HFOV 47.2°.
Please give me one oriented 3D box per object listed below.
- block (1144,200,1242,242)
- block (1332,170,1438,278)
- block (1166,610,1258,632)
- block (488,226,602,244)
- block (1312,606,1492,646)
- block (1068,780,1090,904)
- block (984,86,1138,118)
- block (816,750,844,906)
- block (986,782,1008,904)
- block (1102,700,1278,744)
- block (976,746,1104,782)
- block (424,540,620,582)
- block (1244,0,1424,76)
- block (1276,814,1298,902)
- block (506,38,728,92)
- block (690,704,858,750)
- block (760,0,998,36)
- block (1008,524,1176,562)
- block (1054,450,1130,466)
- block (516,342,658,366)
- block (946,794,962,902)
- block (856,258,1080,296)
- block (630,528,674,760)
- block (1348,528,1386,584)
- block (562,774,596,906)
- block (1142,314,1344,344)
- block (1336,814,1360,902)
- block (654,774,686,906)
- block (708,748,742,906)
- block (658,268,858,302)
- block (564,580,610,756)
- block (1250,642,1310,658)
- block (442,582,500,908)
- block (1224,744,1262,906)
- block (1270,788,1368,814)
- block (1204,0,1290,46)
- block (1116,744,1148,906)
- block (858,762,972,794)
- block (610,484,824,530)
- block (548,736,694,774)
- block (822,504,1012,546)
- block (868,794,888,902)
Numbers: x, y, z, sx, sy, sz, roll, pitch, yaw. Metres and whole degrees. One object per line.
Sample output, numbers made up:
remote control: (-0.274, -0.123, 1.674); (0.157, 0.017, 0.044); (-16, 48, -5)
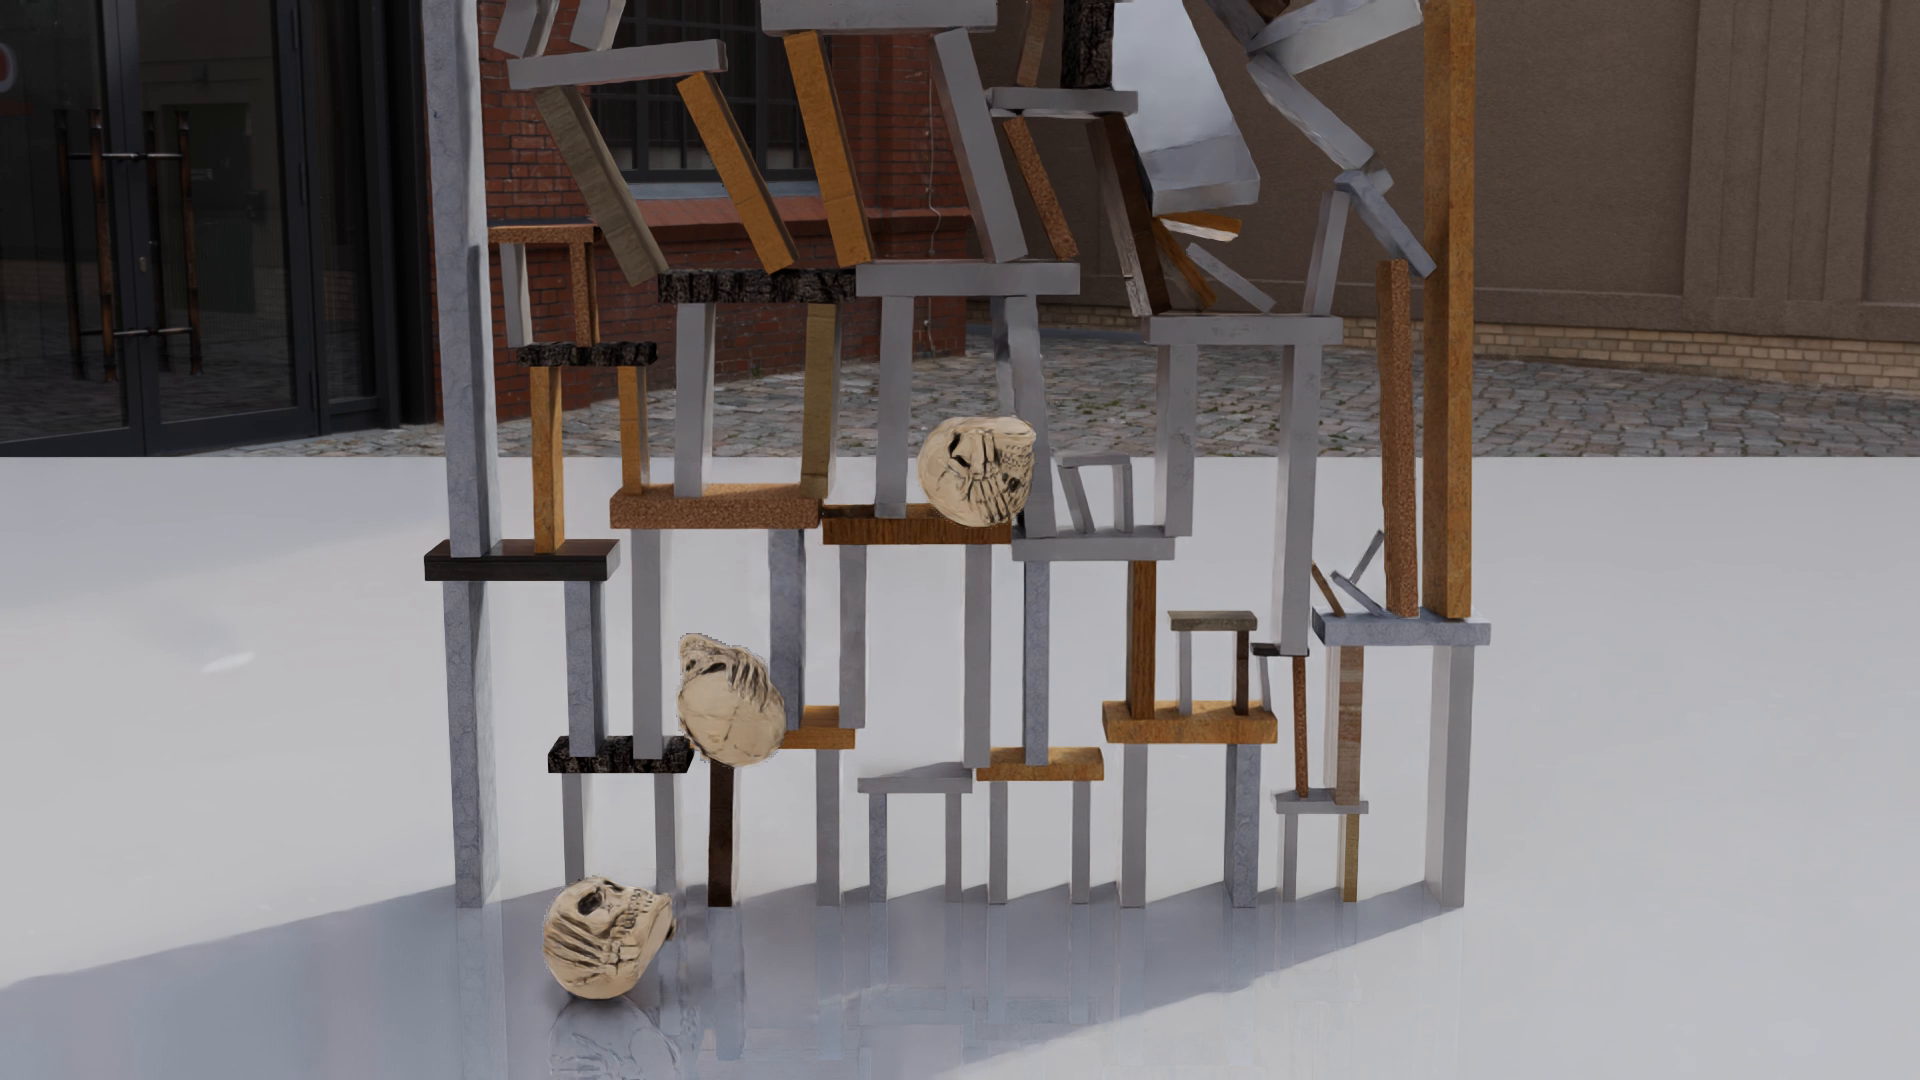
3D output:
block: (0.365, -0.515, 3.554); (0.165, 0.023, 0.082); (10, -2, -7)
block: (0.676, -0.503, 3.503); (0.028, 0.196, 0.098); (-41, 12, 2)
block: (0.411, 0.132, 3.592); (0.140, 0.020, 0.070); (0, 9, -1)
block: (-0.654, -0.483, 3.473); (0.163, 0.023, 0.081); (-1, 11, 0)
block: (0.718, 0.140, 3.589); (0.266, 0.038, 0.133); (0, 10, 0)
block: (0.199, 0.486, 3.655); (0.029, 0.208, 0.104); (0, 10, 0)
block: (0.155, -0.691, 3.480); (0.233, 0.033, 0.117); (-1, 5, -11)
block: (-0.216, 0.458, 3.649); (0.038, 0.267, 0.134); (0, 11, 0)
block: (0.062, 0.487, 3.651); (0.029, 0.208, 0.104); (0, 10, -2)
block: (0.376, 0.299, 3.621); (0.274, 0.039, 0.137); (0, 9, 0)
block: (0.131, 0.369, 3.633); (0.208, 0.029, 0.104); (0, 10, -1)
block: (-0.707, 0.032, 3.567); (0.290, 0.041, 0.145); (0, 11, 0)
block: (0.608, -0.836, 3.587); (0.274, 0.039, 0.137); (-19, -18, 19)
block: (0.543, 0.516, 3.652); (0.021, 0.151, 0.076); (0, 11, 0)
block: (-0.528, -0.737, 3.416); (0.320, 0.045, 0.160); (-6, 11, 0)
block: (-0.304, 0.307, 3.620); (0.267, 0.038, 0.134); (0, 11, 0)
block: (-0.124, -0.817, 3.421); (0.358, 0.051, 0.179); (-1, 10, -1)
block: (0.211, 0.005, 3.575); (0.260, 0.037, 0.130); (0, 10, -2)
block: (0.214, -0.132, 3.556); (0.112, 0.016, 0.056); (-2, 10, -10)
block: (-0.593, -0.297, 3.509); (0.207, 0.029, 0.104); (0, 11, 0)
block: (-0.011, 0.498, 3.654); (0.027, 0.187, 0.094); (0, 11, 0)
block: (0.010, -0.419, 3.503); (0.348, 0.049, 0.174); (0, 10, -1)
block: (-0.500, 0.153, 3.586); (0.046, 0.376, 0.164); (1, 11, 0)
block: (0.661, 0.027, 3.572); (0.014, 0.095, 0.048); (31, 7, 5)
block: (-0.632, 0.479, 3.649); (0.032, 0.225, 0.113); (0, 11, 0)
block: (0.451, -0.340, 3.536); (0.304, 0.043, 0.152); (0, 8, 0)
block: (0.644, 0.516, 3.652); (0.021, 0.151, 0.076); (0, 11, 0)
block: (-0.482, 0.479, 3.649); (0.032, 0.225, 0.113); (0, 11, 0)
block: (-0.390, 0.457, 3.648); (0.038, 0.267, 0.134); (2, 11, 0)
block: (-0.318, -0.404, 3.491); (0.307, 0.043, 0.153); (0, 11, -1)
block: (-0.610, 0.195, 3.597); (0.041, 0.290, 0.145); (0, 10, 0)
block: (0.525, 0.180, 3.609); (0.092, 0.013, 0.046); (2, 8, 0)
block: (-0.803, 0.321, 3.621); (0.041, 0.547, 0.145); (0, 11, 0)
block: (0.467, 0.454, 3.645); (0.039, 0.275, 0.137); (0, 10, 0)
block: (0.594, 0.431, 3.636); (0.151, 0.021, 0.076); (0, 10, 0)
block: (0.370, -0.942, 3.454); (0.049, 0.347, 0.174); (-41, 4, -3)
block: (0.284, 0.454, 3.645); (0.039, 0.275, 0.137); (0, 9, 0)
block: (-0.073, 0.392, 3.635); (0.187, 0.027, 0.094); (0, 11, 0)
block: (-0.388, -0.055, 3.547); (0.328, 0.046, 0.164); (0, 11, 0)
block: (-0.557, 0.353, 3.625); (0.225, 0.032, 0.113); (0, 11, 0)
block: (-0.070, -0.026, 3.558); (0.299, 0.042, 0.149); (0, 10, -2)
block: (-0.136, 0.498, 3.654); (0.027, 0.187, 0.094); (0, 11, 0)
